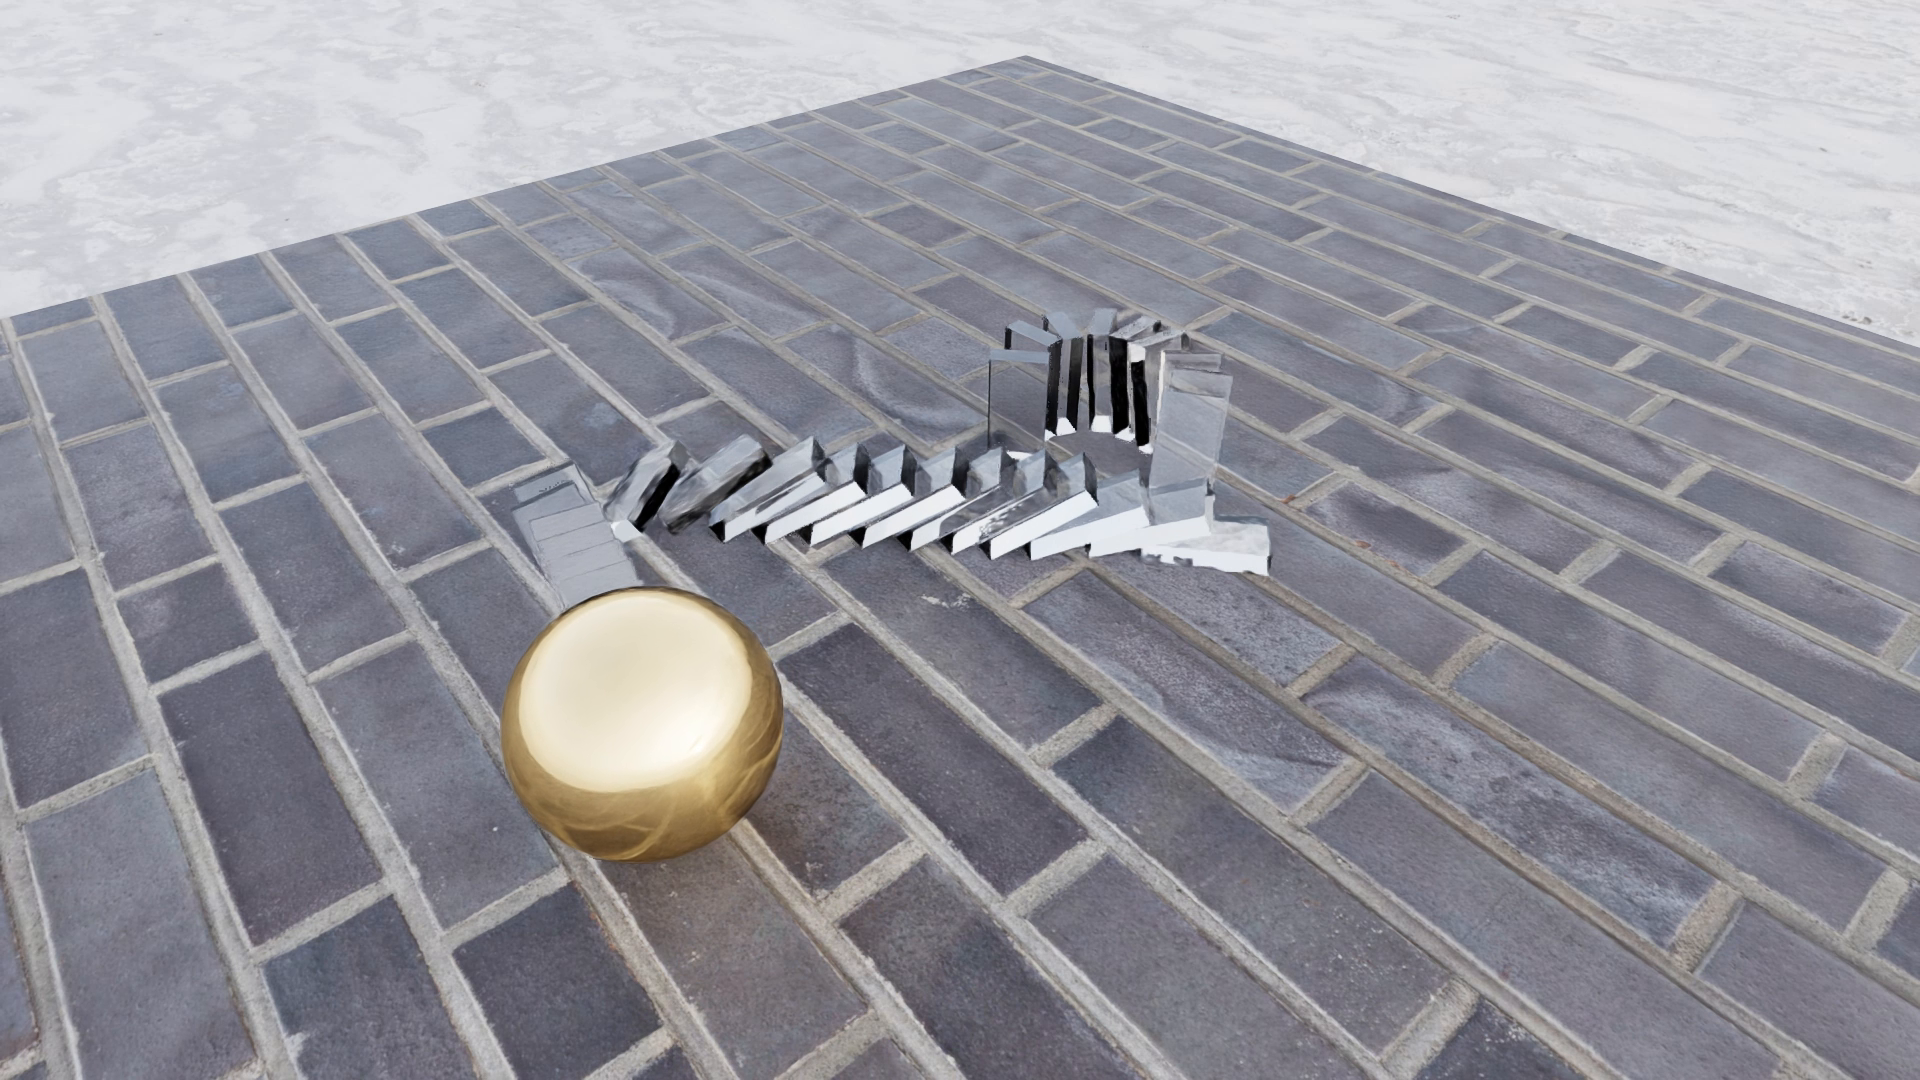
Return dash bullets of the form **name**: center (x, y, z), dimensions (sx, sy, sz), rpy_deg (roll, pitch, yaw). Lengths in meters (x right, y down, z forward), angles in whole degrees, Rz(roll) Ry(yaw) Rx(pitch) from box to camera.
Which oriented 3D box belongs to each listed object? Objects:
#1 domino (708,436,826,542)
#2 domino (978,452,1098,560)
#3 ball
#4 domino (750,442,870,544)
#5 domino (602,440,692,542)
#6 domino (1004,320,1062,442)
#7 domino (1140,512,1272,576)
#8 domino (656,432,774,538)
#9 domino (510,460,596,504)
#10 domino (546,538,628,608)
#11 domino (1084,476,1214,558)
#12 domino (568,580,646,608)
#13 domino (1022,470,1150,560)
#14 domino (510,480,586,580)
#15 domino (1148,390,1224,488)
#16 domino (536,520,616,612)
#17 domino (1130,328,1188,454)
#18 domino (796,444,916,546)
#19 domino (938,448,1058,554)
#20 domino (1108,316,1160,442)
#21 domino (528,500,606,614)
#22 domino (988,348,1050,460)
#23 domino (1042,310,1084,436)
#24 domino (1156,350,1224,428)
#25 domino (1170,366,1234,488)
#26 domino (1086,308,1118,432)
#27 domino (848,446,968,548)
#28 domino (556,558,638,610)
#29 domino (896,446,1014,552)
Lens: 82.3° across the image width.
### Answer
- **domino**: center (-0.078, -0.021, 0.448), dimensions (0.050, 0.009, 0.025), rpy_deg (-29, 33, 13)
- **domino**: center (0.031, -0.013, 0.438), dimensions (0.050, 0.010, 0.025), rpy_deg (-28, 32, 24)
- **ball**: center (-0.092, 0.053, 0.323), dimensions (0.080, 0.080, 0.080), rpy_deg (0, 39, 0)
- **domino**: center (-0.061, -0.019, 0.447), dimensions (0.050, 0.009, 0.025), rpy_deg (-25, 35, 19)
- **domino**: center (-0.132, -0.019, 0.454), dimensions (0.025, 0.009, 0.050), rpy_deg (-17, 36, 30)
- **domino**: center (0.032, -0.072, 0.499), dimensions (0.025, 0.050, 0.009), rpy_deg (31, 49, 33)
- **domino**: center (0.099, 0.000, 0.443), dimensions (0.050, 0.010, 0.025), rpy_deg (6, 40, 7)
- **domino**: center (-0.103, -0.023, 0.453), dimensions (0.050, 0.009, 0.025), rpy_deg (-37, 30, -11)
- **domino**: center (-0.150, -0.004, 0.425), dimensions (0.025, 0.010, 0.050), rpy_deg (-28, 80, -22)
- **domino**: center (-0.123, 0.027, 0.383), dimensions (0.025, 0.050, 0.009), rpy_deg (-20, 2, -23)
- **domino**: center (0.075, -0.009, 0.438), dimensions (0.050, 0.010, 0.025), rpy_deg (-12, 36, 25)
- **domino**: center (-0.110, 0.041, 0.366), dimensions (0.025, 0.050, 0.009), rpy_deg (-20, 2, -23)
- **domino**: center (0.050, -0.010, 0.440), dimensions (0.050, 0.009, 0.025), rpy_deg (-17, 36, 18)
- **domino**: center (-0.145, 0.005, 0.412), dimensions (0.025, 0.009, 0.050), rpy_deg (-29, 85, -22)
- **domino**: center (0.093, -0.036, 0.458), dimensions (0.025, 0.050, 0.010), rpy_deg (9, 4, 11)
- **domino**: center (-0.129, 0.020, 0.391), dimensions (0.025, 0.050, 0.010), rpy_deg (-20, 2, -23)
- **domino**: center (0.090, -0.067, 0.492), dimensions (0.025, 0.050, 0.009), rpy_deg (-22, 30, -25)
- **domino**: center (-0.042, -0.018, 0.446), dimensions (0.050, 0.010, 0.025), rpy_deg (-24, 35, 20)
- **domino**: center (0.015, -0.015, 0.439), dimensions (0.050, 0.009, 0.025), rpy_deg (-27, 33, 25)
- **domino**: center (0.080, -0.073, 0.500), dimensions (0.010, 0.050, 0.025), rpy_deg (24, 44, 40)
- **domino**: center (-0.136, 0.013, 0.400), dimensions (0.025, 0.050, 0.009), rpy_deg (-19, 2, -23)
- **domino**: center (0.025, -0.059, 0.483), dimensions (0.025, 0.050, 0.010), rpy_deg (5, 40, 6)
- **domino**: center (0.046, -0.076, 0.504), dimensions (0.010, 0.050, 0.025), rpy_deg (-11, 41, -13)
- **domino**: center (0.100, -0.057, 0.481), dimensions (0.025, 0.050, 0.010), rpy_deg (1, 19, 1)
- **domino**: center (0.100, -0.047, 0.470), dimensions (0.025, 0.050, 0.009), rpy_deg (10, 16, 13)
- **domino**: center (0.066, -0.078, 0.506), dimensions (0.010, 0.050, 0.025), rpy_deg (5, 39, 16)
- **domino**: center (-0.021, -0.017, 0.444), dimensions (0.050, 0.009, 0.025), rpy_deg (-25, 33, 23)
- **domino**: center (-0.116, 0.034, 0.375), dimensions (0.025, 0.050, 0.009), rpy_deg (-20, 2, -23)
- **domino**: center (-0.002, -0.016, 0.442), dimensions (0.050, 0.010, 0.025), rpy_deg (-27, 33, 25)
